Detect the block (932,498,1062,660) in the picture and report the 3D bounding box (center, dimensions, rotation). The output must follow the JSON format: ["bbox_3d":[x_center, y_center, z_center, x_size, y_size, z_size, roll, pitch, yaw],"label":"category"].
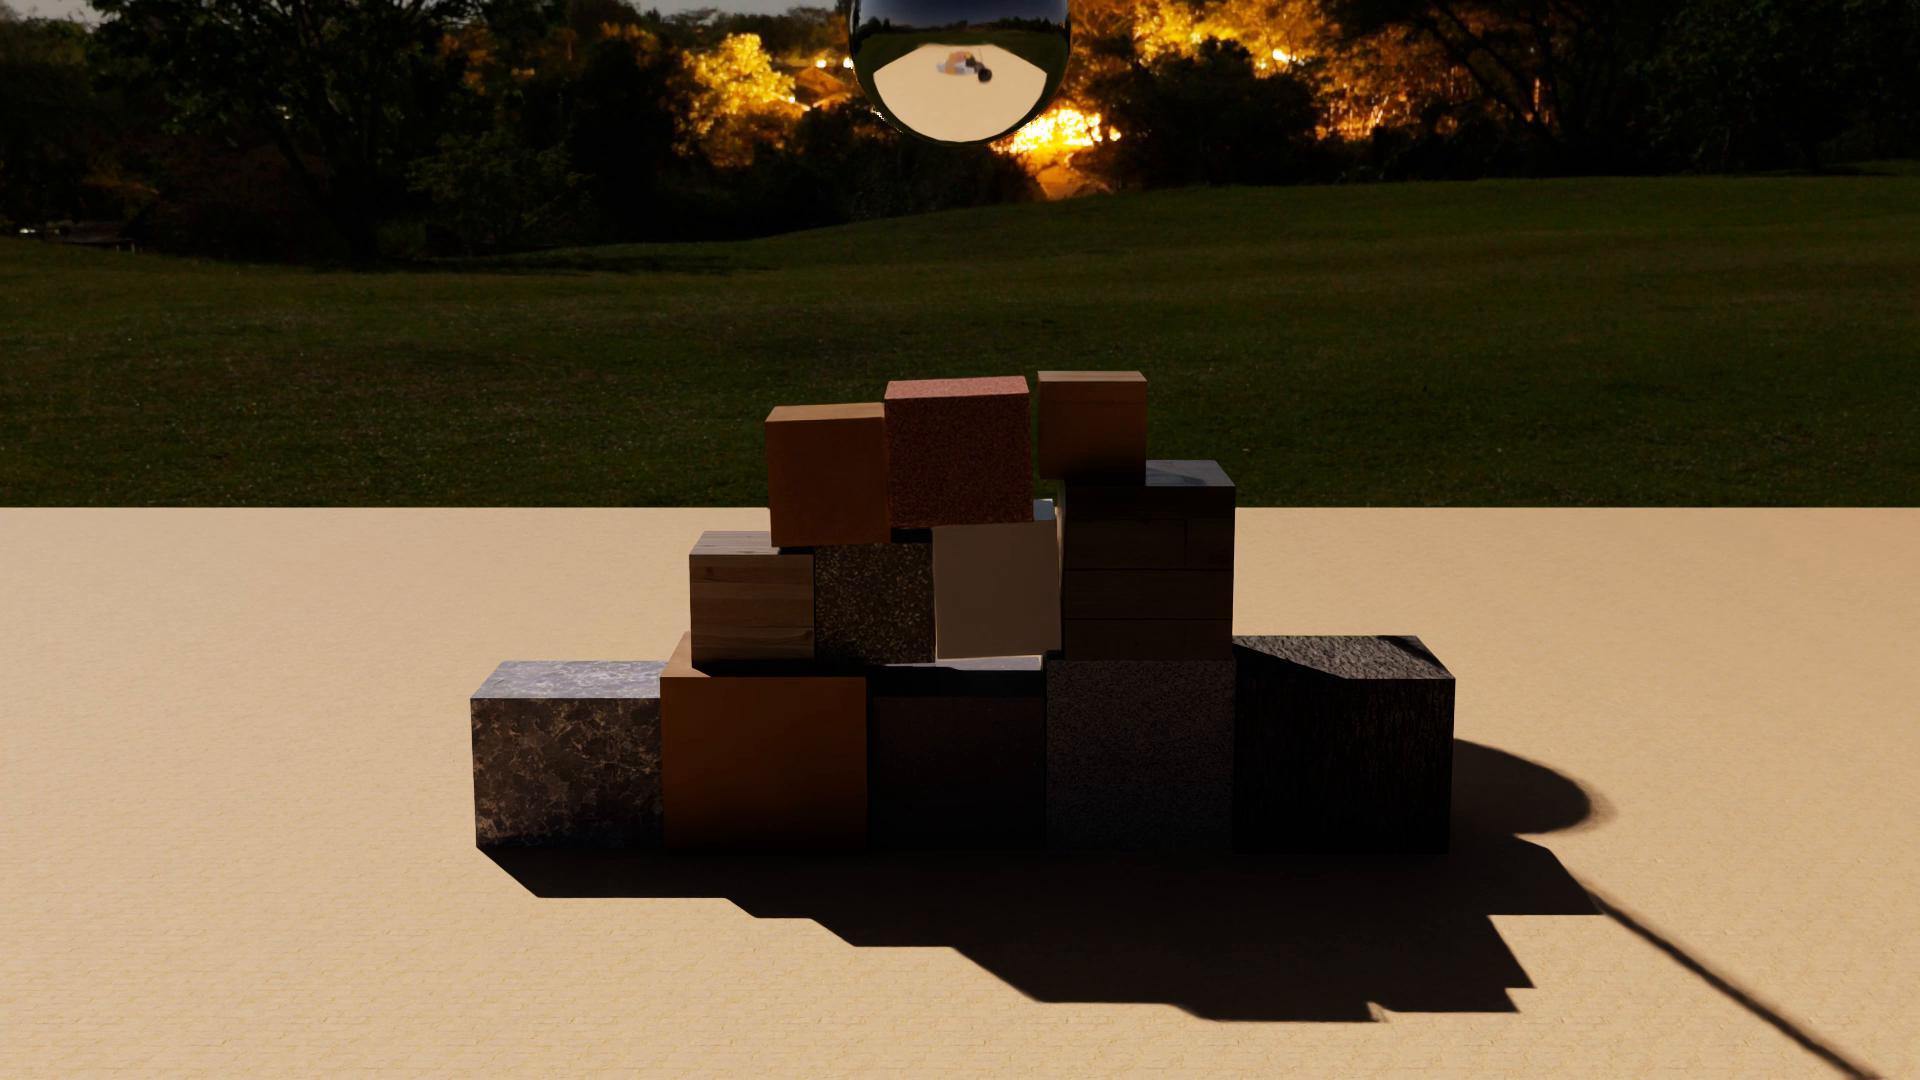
[{"bbox_3d":[0.183,0.190,11.197,0.619,0.682,0.637,-2,10,0],"label":"block"}]

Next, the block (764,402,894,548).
[{"bbox_3d":[-0.648,-0.338,11.113,0.590,0.625,0.622,-2,10,0],"label":"block"}]

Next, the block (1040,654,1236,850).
[{"bbox_3d":[0.896,0.995,11.357,0.933,0.979,0.886,0,10,0],"label":"block"}]

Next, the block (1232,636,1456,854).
[{"bbox_3d":[1.903,1.037,11.351,1.062,0.899,0.962,0,10,0],"label":"block"}]

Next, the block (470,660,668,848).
[{"bbox_3d":[-1.957,1.094,11.390,0.954,0.772,0.801,0,10,0],"label":"block"}]

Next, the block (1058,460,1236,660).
[{"bbox_3d":[0.926,0.086,11.190,0.825,0.868,0.893,0,10,0],"label":"block"}]

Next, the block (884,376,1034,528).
[{"bbox_3d":[-0.004,-0.457,11.112,0.706,0.635,0.792,-2,10,0],"label":"block"}]

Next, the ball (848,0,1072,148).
[{"bbox_3d":[0.000,-3.617,15.711,1.600,1.600,1.600,0,10,0],"label":"ball"}]

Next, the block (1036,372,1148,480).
[{"bbox_3d":[0.658,-0.583,11.078,0.521,0.488,0.483,0,10,0],"label":"block"}]

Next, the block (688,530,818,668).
[{"bbox_3d":[-1.032,0.293,11.241,0.615,0.573,0.667,0,10,0],"label":"block"}]

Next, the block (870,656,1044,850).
[{"bbox_3d":[-0.015,1.088,11.372,0.870,0.791,0.852,0,10,0],"label":"block"}]

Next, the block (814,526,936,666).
[{"bbox_3d":[-0.425,0.266,11.248,0.589,0.615,0.602,-1,10,0],"label":"block"}]

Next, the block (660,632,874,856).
[{"bbox_3d":[-0.965,1.030,11.349,1.010,0.914,1.015,0,10,0],"label":"block"}]
